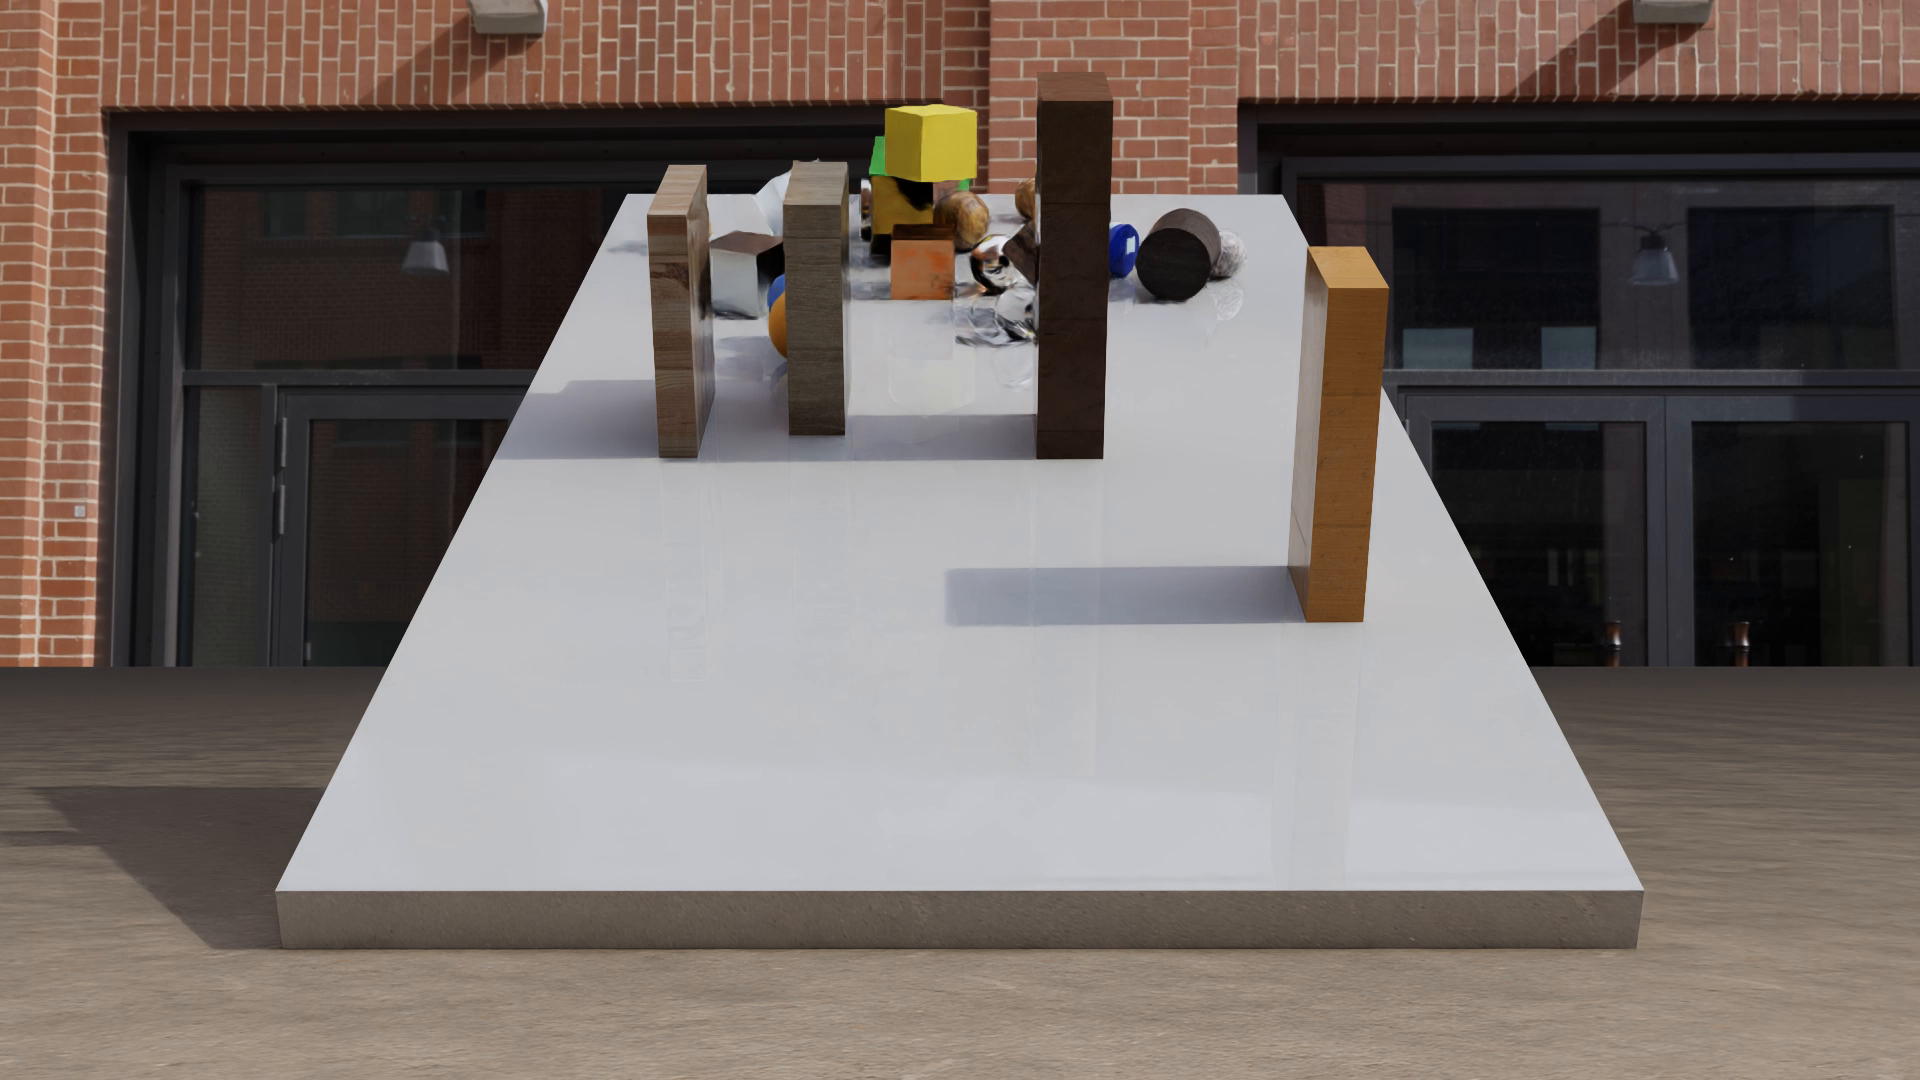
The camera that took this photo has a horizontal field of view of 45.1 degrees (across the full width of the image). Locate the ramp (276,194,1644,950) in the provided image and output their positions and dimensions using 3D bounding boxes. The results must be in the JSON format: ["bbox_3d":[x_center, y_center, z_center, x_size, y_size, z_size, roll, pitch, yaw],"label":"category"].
[{"bbox_3d":[-0.007,-0.226,5.237,2.000,0.100,4.000,0,23,0],"label":"ramp"}]

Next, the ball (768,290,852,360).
[{"bbox_3d":[-0.360,-0.514,5.528,0.199,0.199,0.199,0,-3,0],"label":"ball"}]

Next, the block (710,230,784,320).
[{"bbox_3d":[-0.550,-0.686,5.969,0.171,0.171,0.171,12,26,25],"label":"block"}]

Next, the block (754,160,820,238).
[{"bbox_3d":[-0.451,-0.942,6.465,0.158,0.158,0.158,-28,2,-25],"label":"block"}]

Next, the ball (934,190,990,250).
[{"bbox_3d":[0.002,-0.894,6.466,0.166,0.166,0.166,0,-3,0],"label":"ball"}]

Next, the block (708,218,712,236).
[{"bbox_3d":[-0.770,-0.899,6.480,0.114,0.114,0.114,-11,7,5],"label":"block"}]

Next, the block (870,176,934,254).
[{"bbox_3d":[-0.161,-0.892,6.373,0.167,0.167,0.167,0,-12,-4],"label":"block"}]

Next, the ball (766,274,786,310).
[{"bbox_3d":[-0.404,-0.590,5.673,0.140,0.140,0.140,0,-3,0],"label":"ball"}]

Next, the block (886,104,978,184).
[{"bbox_3d":[-0.078,-1.077,6.279,0.179,0.179,0.179,-11,21,-33],"label":"block"}]

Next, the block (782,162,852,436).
[{"bbox_3d":[-0.317,-0.548,5.197,0.123,0.523,0.384,0,23,0],"label":"block"}]

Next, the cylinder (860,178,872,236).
[{"bbox_3d":[-0.201,-0.951,6.607,0.160,0.160,0.160,0,-3,-1],"label":"cylinder"}]

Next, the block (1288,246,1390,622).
[{"bbox_3d":[0.686,-0.192,4.224,0.104,0.635,0.259,0,23,0],"label":"block"}]

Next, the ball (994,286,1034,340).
[{"bbox_3d":[0.151,-0.562,5.728,0.136,0.136,0.136,0,-3,0],"label":"ball"}]

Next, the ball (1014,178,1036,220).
[{"bbox_3d":[0.218,-0.999,6.773,0.120,0.120,0.120,0,-3,0],"label":"ball"}]

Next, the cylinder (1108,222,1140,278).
[{"bbox_3d":[0.385,-0.793,6.257,0.146,0.146,0.146,18,8,36],"label":"cylinder"}]

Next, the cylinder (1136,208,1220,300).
[{"bbox_3d":[0.577,-0.754,6.102,0.196,0.196,0.196,-1,22,15],"label":"cylinder"}]

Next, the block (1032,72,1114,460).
[{"bbox_3d":[0.238,-0.588,4.970,0.144,0.778,0.286,0,23,0],"label":"block"}]

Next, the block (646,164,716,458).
[{"bbox_3d":[-0.609,-0.509,5.084,0.082,0.538,0.424,0,23,0],"label":"block"}]

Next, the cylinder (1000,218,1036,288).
[{"bbox_3d":[0.210,-0.728,5.858,0.153,0.153,0.153,-41,1,1],"label":"cylinder"}]

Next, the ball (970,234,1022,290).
[{"bbox_3d":[0.099,-0.735,6.115,0.150,0.150,0.150,0,-3,0],"label":"ball"}]

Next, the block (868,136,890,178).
[{"bbox_3d":[-0.194,-1.120,6.957,0.131,0.131,0.131,8,-20,5],"label":"block"}]

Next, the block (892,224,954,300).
[{"bbox_3d":[-0.097,-0.734,6.095,0.162,0.162,0.162,0,23,1],"label":"block"}]

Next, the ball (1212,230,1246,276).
[{"bbox_3d":[0.707,-0.773,6.239,0.125,0.125,0.125,0,-3,0],"label":"ball"}]

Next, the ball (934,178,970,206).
[{"bbox_3d":[-0.064,-1.061,6.812,0.190,0.190,0.190,0,-3,0],"label":"ball"}]
